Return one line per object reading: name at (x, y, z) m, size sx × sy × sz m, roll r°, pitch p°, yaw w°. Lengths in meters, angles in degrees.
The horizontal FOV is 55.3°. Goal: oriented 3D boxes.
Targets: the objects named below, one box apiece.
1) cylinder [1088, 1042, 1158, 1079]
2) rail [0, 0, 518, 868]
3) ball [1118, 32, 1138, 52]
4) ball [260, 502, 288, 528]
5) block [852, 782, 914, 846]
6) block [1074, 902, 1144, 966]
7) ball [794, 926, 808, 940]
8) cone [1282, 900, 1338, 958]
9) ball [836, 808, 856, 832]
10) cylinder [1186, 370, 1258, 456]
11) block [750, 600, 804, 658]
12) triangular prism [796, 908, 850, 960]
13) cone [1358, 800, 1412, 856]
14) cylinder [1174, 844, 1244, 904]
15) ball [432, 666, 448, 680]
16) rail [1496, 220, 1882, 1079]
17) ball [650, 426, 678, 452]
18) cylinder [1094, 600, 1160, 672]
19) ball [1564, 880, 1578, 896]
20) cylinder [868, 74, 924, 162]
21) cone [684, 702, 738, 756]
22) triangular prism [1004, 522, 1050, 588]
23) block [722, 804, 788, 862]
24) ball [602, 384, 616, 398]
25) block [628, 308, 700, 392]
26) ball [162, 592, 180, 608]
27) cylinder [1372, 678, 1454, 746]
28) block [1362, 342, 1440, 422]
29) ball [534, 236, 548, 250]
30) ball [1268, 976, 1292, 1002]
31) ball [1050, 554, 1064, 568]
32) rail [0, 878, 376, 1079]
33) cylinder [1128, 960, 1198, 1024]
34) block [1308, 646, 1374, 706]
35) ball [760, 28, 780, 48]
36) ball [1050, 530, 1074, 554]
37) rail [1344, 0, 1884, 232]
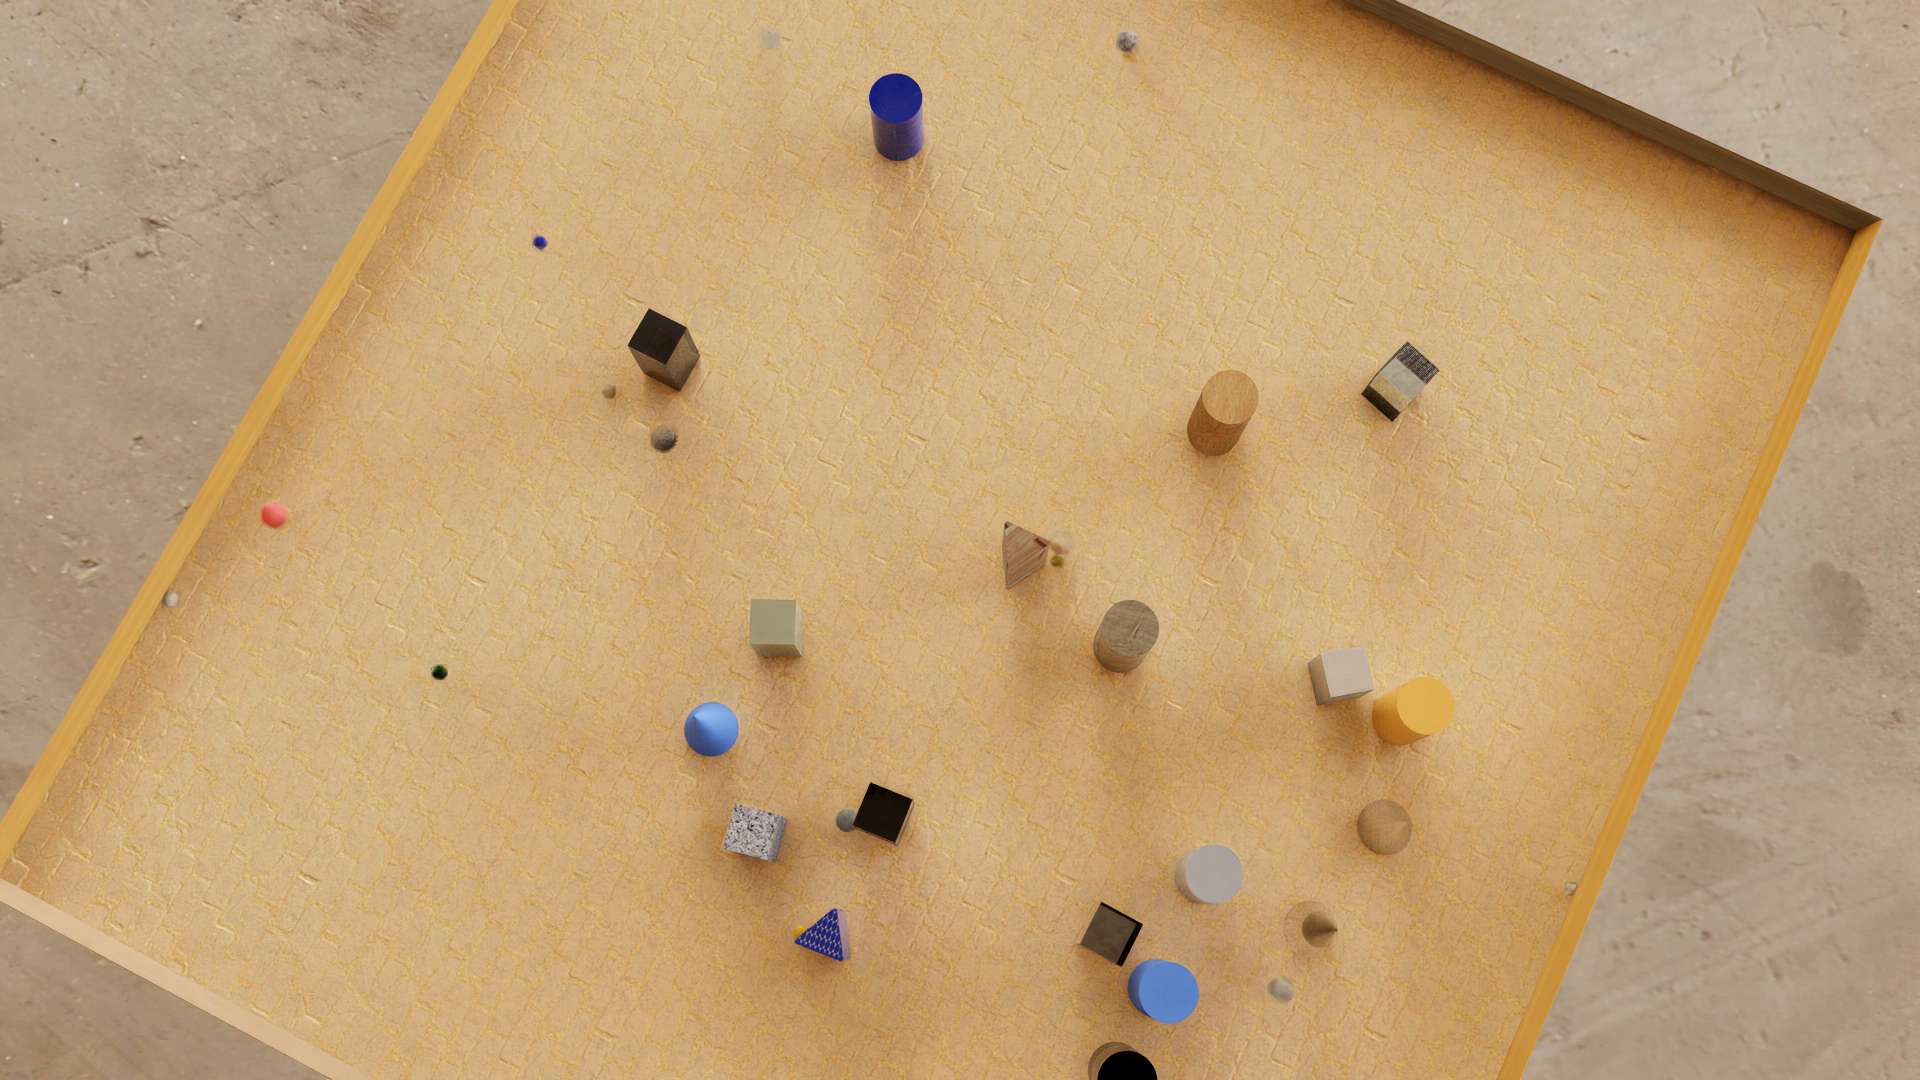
cylinder at (0.451, 1.498, 5.119) m, size 0.164 × 0.369 × 0.164 m, roll 0°, pitch 78°, yaw 0°
rail at (-1.876, -0.913, 5.749) m, size 0.045 × 0.106 × 4.395 m, roll 26°, pitch 80°, yaw 5°
ball at (0.540, -1.609, 5.915) m, size 0.065 × 0.065 × 0.065 m, roll 0°, pitch 78°, yaw 0°
ball at (-2.092, -0.079, 5.592) m, size 0.078 × 0.078 × 0.078 m, roll 0°, pitch 78°, yaw 0°
block at (-0.219, 0.798, 5.323) m, size 0.131 × 0.251 × 0.131 m, roll 22°, pitch 79°, yaw 4°
block at (0.420, 1.123, 5.226) m, size 0.131 × 0.310 × 0.131 m, roll 28°, pitch 80°, yaw 5°
ball at (-0.466, 1.148, 5.357) m, size 0.042 × 0.042 × 0.042 m, roll 0°, pitch 78°, yaw 0°
cone at (1.029, 1.102, 5.182) m, size 0.164 × 0.405 × 0.164 m, roll 0°, pitch 78°, yaw 0°
ball at (-0.333, 0.828, 5.410) m, size 0.068 × 0.068 × 0.068 m, roll 0°, pitch 78°, yaw 0°
cylinder at (0.786, -0.378, 5.502) m, size 0.164 × 0.375 × 0.164 m, roll 0°, pitch 78°, yaw 0°
block at (-0.542, 0.263, 5.428) m, size 0.131 × 0.261 × 0.131 m, roll 1°, pitch 78°, yaw 0°
triangular prism at (-0.365, 1.105, 5.201) m, size 0.142 × 0.366 × 0.123 m, roll 21°, pitch 79°, yaw 4°
cone at (1.261, 0.824, 5.301) m, size 0.164 × 0.283 × 0.164 m, roll 0°, pitch 78°, yaw 0°
cylinder at (0.715, 0.965, 5.280) m, size 0.164 × 0.267 × 0.164 m, roll 0°, pitch 78°, yaw 0°
ball at (-1.565, 0.399, 5.511) m, size 0.044 × 0.044 × 0.044 m, roll 0°, pitch 78°, yaw 0°
rail at (1.876, 0.924, 5.370) m, size 0.045 × 0.106 × 4.395 m, roll 26°, pitch 80°, yaw 5°
ball at (-0.910, -0.313, 5.639) m, size 0.081 × 0.081 × 0.081 m, roll 0°, pitch 78°, yaw 0°
cylinder at (0.485, 0.286, 5.382) m, size 0.164 × 0.343 × 0.164 m, roll 0°, pitch 78°, yaw 0°
ball at (1.795, 1.022, 5.384) m, size 0.042 × 0.042 × 0.042 m, roll 0°, pitch 78°, yaw 0°
cylinder at (-0.197, -1.322, 5.742) m, size 0.164 × 0.287 × 0.164 m, roll 0°, pitch 78°, yaw 0°
cone at (-0.746, 0.531, 5.319) m, size 0.164 × 0.366 × 0.164 m, roll 0°, pitch 78°, yaw 0°
triangular prism at (0.167, 0.030, 5.444) m, size 0.142 × 0.325 × 0.123 m, roll -34°, pitch 80°, yaw -7°
block at (-0.592, 0.852, 5.316) m, size 0.131 × 0.242 × 0.131 m, roll 14°, pitch 79°, yaw 3°
ball at (-1.089, -0.462, 5.689) m, size 0.043 × 0.043 × 0.043 m, roll 0°, pitch 78°, yaw 0°
block at (-0.901, -0.577, 5.590) m, size 0.131 × 0.283 × 0.131 m, roll 27°, pitch 80°, yaw 5°
ball at (-2.393, 0.180, 5.553) m, size 0.051 × 0.051 × 0.051 m, roll 0°, pitch 78°, yaw 0°
cylinder at (1.320, 0.502, 5.348) m, size 0.164 × 0.322 × 0.164 m, roll 0°, pitch 78°, yaw 0°
block at (1.342, -0.481, 5.591) m, size 0.131 × 0.242 × 0.131 m, roll 44°, pitch 82°, yaw 8°
ball at (-1.326, -0.940, 5.788) m, size 0.042 × 0.042 × 0.042 m, roll 0°, pitch 78°, yaw 0°
ball at (0.927, 1.302, 5.311) m, size 0.070 × 0.070 × 0.070 m, roll 0°, pitch 78°, yaw 0°
ball at (0.295, 0.064, 5.581) m, size 0.042 × 0.042 × 0.042 m, roll 0°, pitch 78°, yaw 0°
rail at (-0.972, 1.910, 5.167) m, size 4.242 × 0.106 × 0.045 m, roll 26°, pitch 80°, yaw 5°
cylinder at (0.571, 1.272, 5.178) m, size 0.164 × 0.344 × 0.164 m, roll 0°, pitch 78°, yaw 0°
block at (1.126, 0.402, 5.426) m, size 0.131 × 0.209 × 0.131 m, roll -10°, pitch 79°, yaw -2°
ball at (-0.613, -1.618, 5.918) m, size 0.063 × 0.063 × 0.063 m, roll 0°, pitch 78°, yaw 0°
ball at (0.309, 0.009, 5.577) m, size 0.073 × 0.073 × 0.073 m, roll 0°, pitch 78°, yaw 0°
rail at (0.972, -1.899, 5.952) m, size 4.242 × 0.106 × 0.045 m, roll 26°, pitch 80°, yaw 5°
